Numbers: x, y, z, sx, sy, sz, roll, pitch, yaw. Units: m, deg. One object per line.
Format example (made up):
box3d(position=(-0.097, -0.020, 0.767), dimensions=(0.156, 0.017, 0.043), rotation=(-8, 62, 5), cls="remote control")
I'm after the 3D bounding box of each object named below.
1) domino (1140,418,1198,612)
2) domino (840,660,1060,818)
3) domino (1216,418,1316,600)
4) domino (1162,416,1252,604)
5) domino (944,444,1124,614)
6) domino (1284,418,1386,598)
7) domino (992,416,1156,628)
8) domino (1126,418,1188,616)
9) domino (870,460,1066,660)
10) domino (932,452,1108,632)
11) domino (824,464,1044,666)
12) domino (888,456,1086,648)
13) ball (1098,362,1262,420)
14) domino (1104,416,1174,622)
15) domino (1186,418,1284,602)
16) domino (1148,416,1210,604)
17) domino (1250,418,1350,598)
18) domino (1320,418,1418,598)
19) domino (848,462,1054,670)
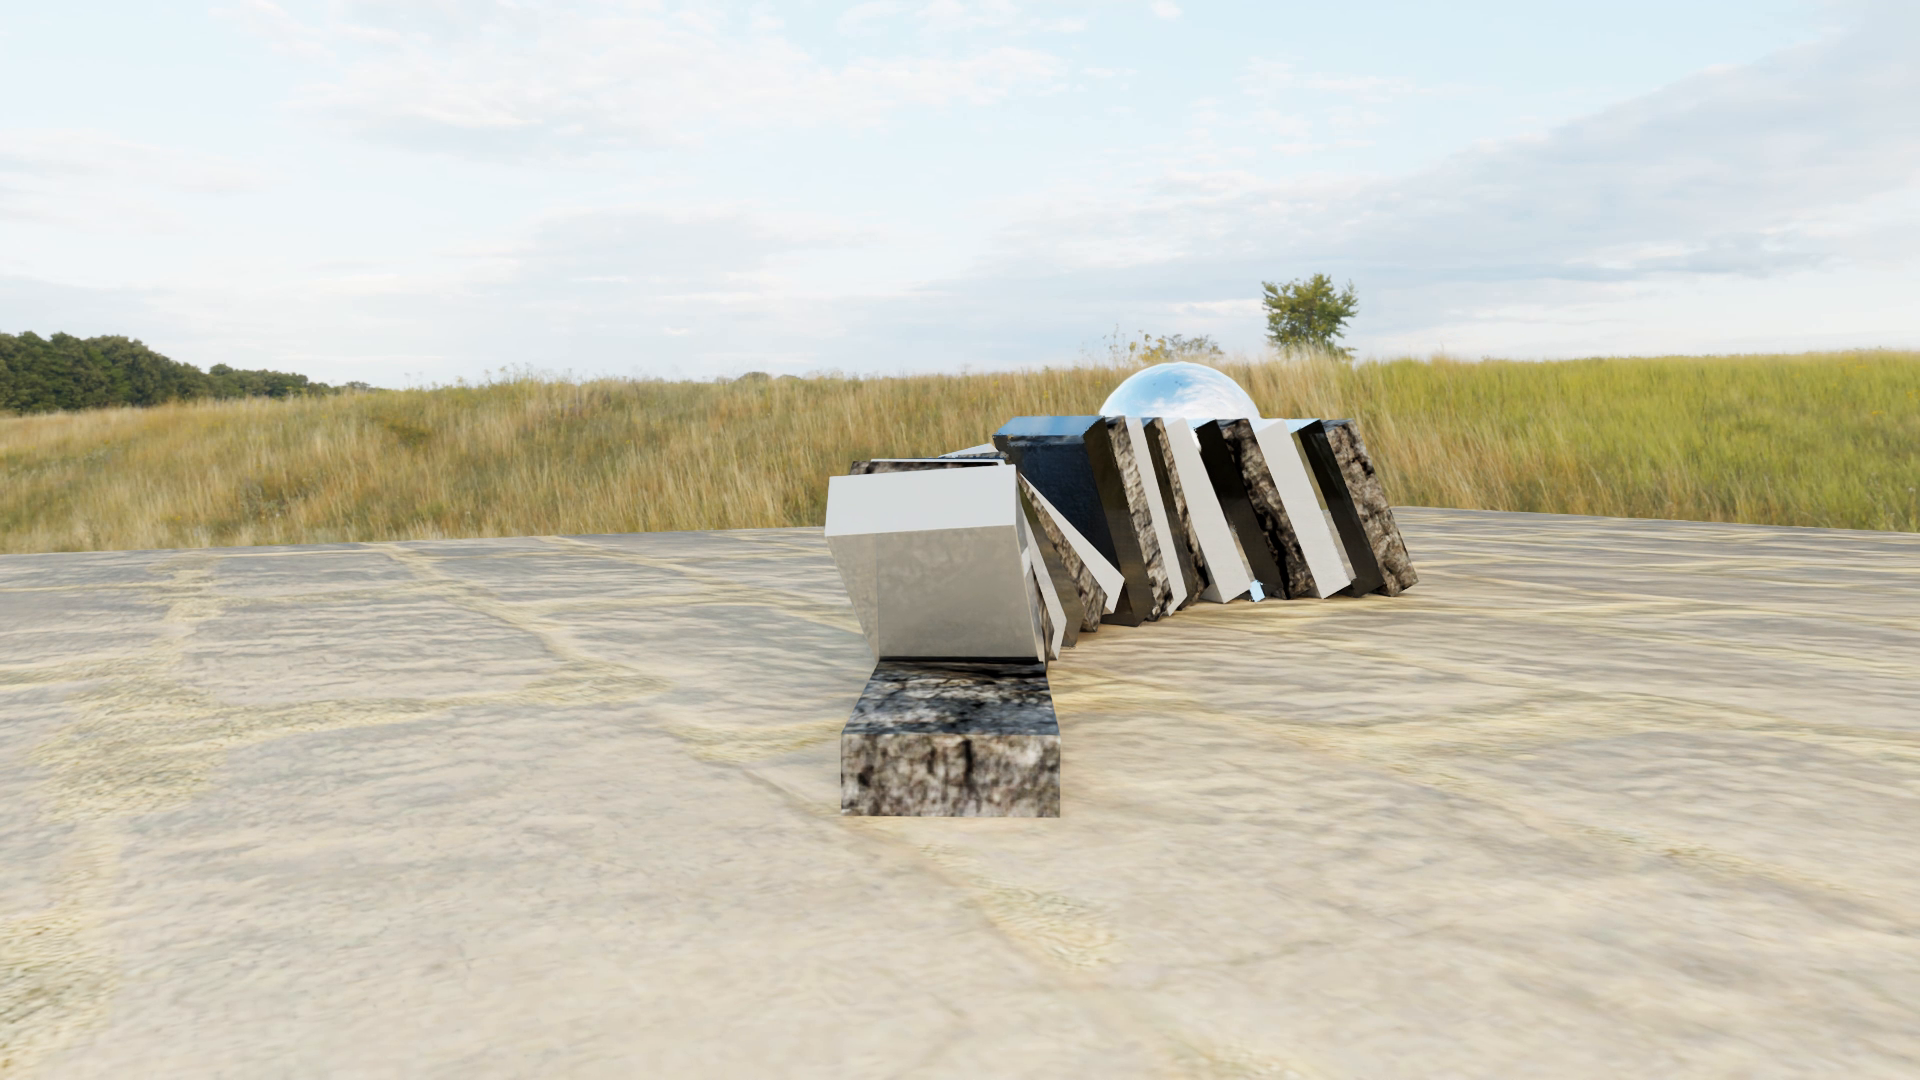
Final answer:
box3d(position=(0.042, -0.006, 0.327), dimensions=(0.025, 0.050, 0.009), rotation=(4, 33, 40), cls="domino")
box3d(position=(0.000, 0.025, 0.171), dimensions=(0.025, 0.009, 0.050), rotation=(0, 4, 1), cls="domino")
box3d(position=(0.080, -0.009, 0.358), dimensions=(0.009, 0.050, 0.025), rotation=(-26, 10, -10), cls="domino")
box3d(position=(0.060, -0.008, 0.348), dimensions=(0.010, 0.050, 0.025), rotation=(-28, 13, -17), cls="domino")
box3d(position=(0.011, 0.000, 0.285), dimensions=(0.025, 0.009, 0.050), rotation=(-11, -43, 44), cls="domino")
box3d(position=(0.101, -0.009, 0.363), dimensions=(0.009, 0.050, 0.025), rotation=(-26, 10, -10), cls="domino")
box3d(position=(0.027, -0.004, 0.298), dimensions=(0.025, 0.050, 0.009), rotation=(4, 33, 40), cls="domino")
box3d(position=(0.038, -0.006, 0.318), dimensions=(0.025, 0.050, 0.009), rotation=(4, 33, 40), cls="domino")
box3d(position=(0.002, 0.005, 0.241), dimensions=(0.025, 0.009, 0.050), rotation=(2, -36, 22), cls="domino")
box3d(position=(0.009, 0.002, 0.271), dimensions=(0.025, 0.009, 0.050), rotation=(-2, -38, 35), cls="domino")
box3d(position=(-0.002, 0.008, 0.189), dimensions=(0.025, 0.009, 0.050), rotation=(-3, -33, 7), cls="domino")
box3d(position=(0.005, 0.003, 0.256), dimensions=(0.025, 0.009, 0.050), rotation=(1, -36, 27), cls="domino")
box3d(position=(0.101, -0.042, 0.593), dimensions=(0.080, 0.080, 0.080), rotation=(0, 4, 0), cls="ball")
box3d(position=(0.033, -0.005, 0.308), dimensions=(0.025, 0.050, 0.009), rotation=(4, 33, 40), cls="domino")
box3d(position=(0.070, -0.009, 0.353), dimensions=(0.010, 0.050, 0.025), rotation=(-27, 11, -12), cls="domino")
box3d(position=(0.047, -0.007, 0.338), dimensions=(0.025, 0.050, 0.010), rotation=(2, 32, 41), cls="domino")
box3d(position=(0.090, -0.009, 0.360), dimensions=(0.010, 0.050, 0.025), rotation=(-26, 10, -10), cls="domino")
box3d(position=(0.111, -0.009, 0.365), dimensions=(0.010, 0.050, 0.025), rotation=(-26, 10, -10), cls="domino")
box3d(position=(-0.001, 0.006, 0.225), dimensions=(0.025, 0.009, 0.050), rotation=(1, -36, 18), cls="domino")
